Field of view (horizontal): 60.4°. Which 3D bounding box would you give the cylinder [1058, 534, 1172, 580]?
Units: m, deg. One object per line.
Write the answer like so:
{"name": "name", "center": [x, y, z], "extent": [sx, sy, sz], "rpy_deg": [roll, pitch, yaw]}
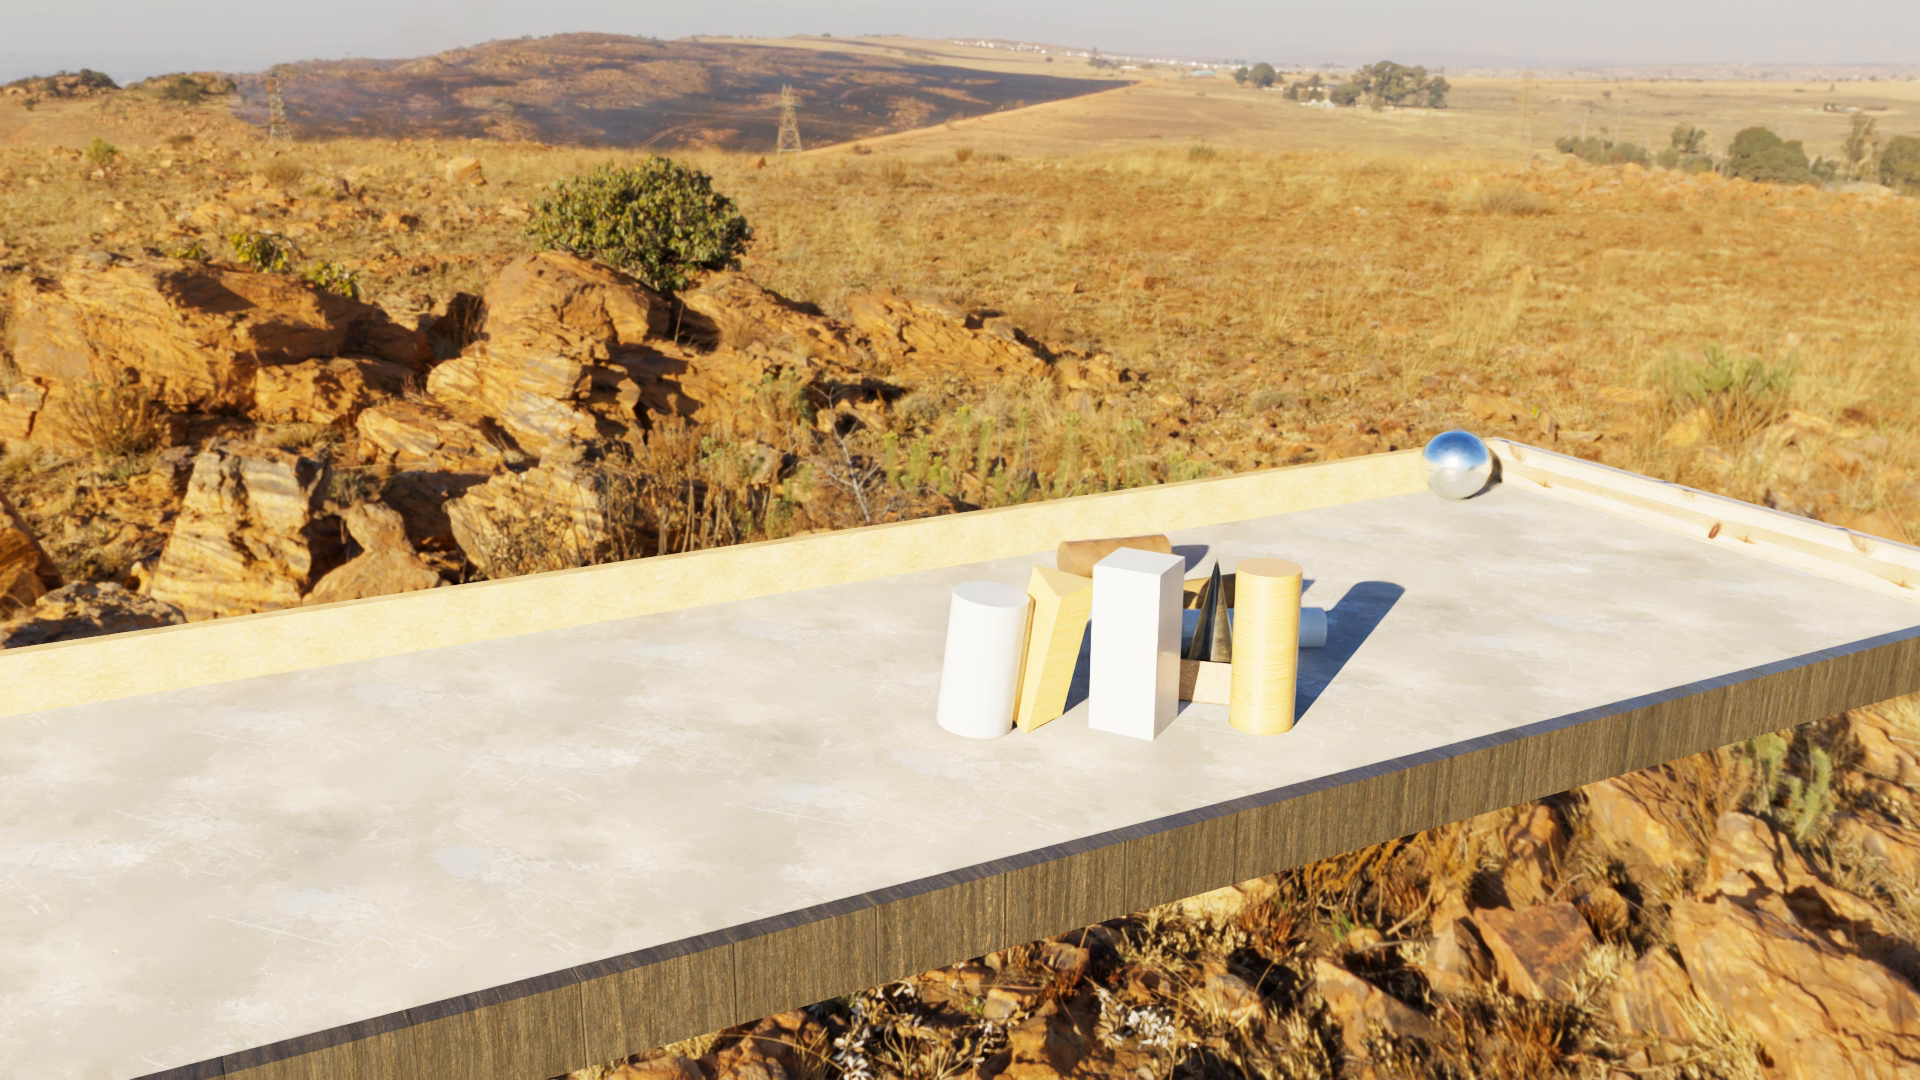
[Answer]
{"name": "cylinder", "center": [0.459, 0.061, 4.905], "extent": [0.314, 0.136, 0.136], "rpy_deg": [-4, 17, -14]}

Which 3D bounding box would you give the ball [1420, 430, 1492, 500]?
{"name": "ball", "center": [1.749, -0.266, 5.827], "extent": [0.244, 0.244, 0.244], "rpy_deg": [0, 16, 0]}

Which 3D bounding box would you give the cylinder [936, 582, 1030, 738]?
{"name": "cylinder", "center": [0.053, 0.276, 3.816], "extent": [0.179, 0.319, 0.179], "rpy_deg": [7, 17, -2]}

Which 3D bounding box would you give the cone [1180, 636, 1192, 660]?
{"name": "cone", "center": [0.592, 0.285, 4.282], "extent": [0.425, 0.118, 0.118], "rpy_deg": [6, 15, -10]}

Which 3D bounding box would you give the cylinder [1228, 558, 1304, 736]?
{"name": "cylinder", "center": [0.709, 0.247, 3.833], "extent": [0.152, 0.384, 0.152], "rpy_deg": [0, 16, 0]}

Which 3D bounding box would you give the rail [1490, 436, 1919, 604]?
{"name": "rail", "center": [2.466, -0.048, 5.253], "extent": [0.050, 0.150, 2.100], "rpy_deg": [-9, 18, -27]}

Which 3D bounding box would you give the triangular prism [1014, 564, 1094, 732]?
{"name": "triangular prism", "center": [0.184, 0.245, 3.836], "extent": [0.128, 0.365, 0.148], "rpy_deg": [29, 30, 31]}

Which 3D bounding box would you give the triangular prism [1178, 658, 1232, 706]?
{"name": "triangular prism", "center": [0.590, 0.337, 4.043], "extent": [0.374, 0.088, 0.101], "rpy_deg": [5, 17, 16]}

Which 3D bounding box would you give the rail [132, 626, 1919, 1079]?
{"name": "rail", "center": [-2.336, 1.006, 1.665], "extent": [12.000, 0.150, 0.050], "rpy_deg": [-9, 18, -27]}

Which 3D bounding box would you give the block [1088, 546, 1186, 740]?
{"name": "block", "center": [0.410, 0.239, 3.832], "extent": [0.160, 0.399, 0.160], "rpy_deg": [9, 19, 26]}

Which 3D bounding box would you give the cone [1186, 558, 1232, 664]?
{"name": "cone", "center": [0.635, 0.194, 4.121], "extent": [0.147, 0.322, 0.147], "rpy_deg": [0, 17, 0]}

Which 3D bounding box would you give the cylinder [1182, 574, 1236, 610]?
{"name": "cylinder", "center": [0.617, 0.178, 4.511], "extent": [0.334, 0.134, 0.134], "rpy_deg": [-7, 18, -23]}

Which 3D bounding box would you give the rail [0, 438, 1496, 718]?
{"name": "rail", "center": [-3.305, 0.497, 3.399], "extent": [12.000, 0.150, 0.050], "rpy_deg": [-9, 18, -27]}

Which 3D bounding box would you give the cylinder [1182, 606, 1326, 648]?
{"name": "cylinder", "center": [0.749, 0.234, 4.368], "extent": [0.422, 0.107, 0.107], "rpy_deg": [-1, 16, -3]}
